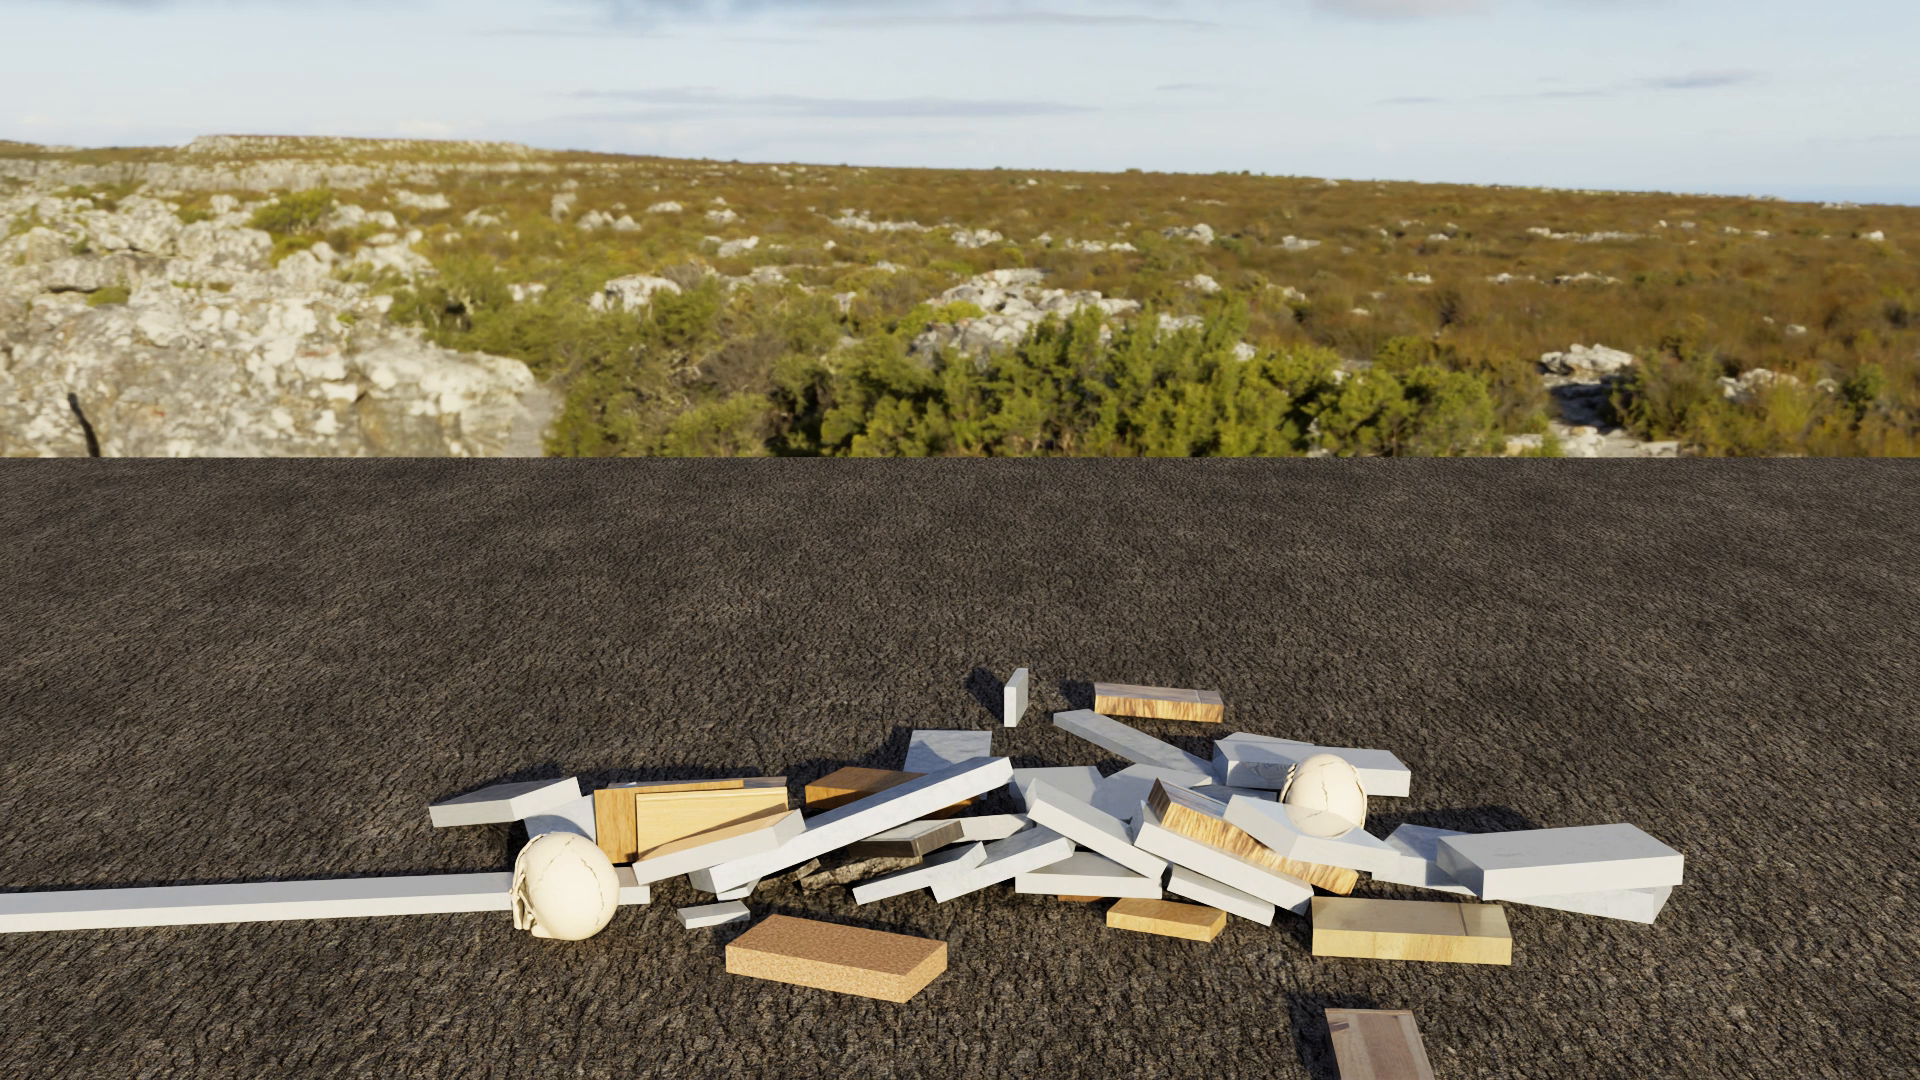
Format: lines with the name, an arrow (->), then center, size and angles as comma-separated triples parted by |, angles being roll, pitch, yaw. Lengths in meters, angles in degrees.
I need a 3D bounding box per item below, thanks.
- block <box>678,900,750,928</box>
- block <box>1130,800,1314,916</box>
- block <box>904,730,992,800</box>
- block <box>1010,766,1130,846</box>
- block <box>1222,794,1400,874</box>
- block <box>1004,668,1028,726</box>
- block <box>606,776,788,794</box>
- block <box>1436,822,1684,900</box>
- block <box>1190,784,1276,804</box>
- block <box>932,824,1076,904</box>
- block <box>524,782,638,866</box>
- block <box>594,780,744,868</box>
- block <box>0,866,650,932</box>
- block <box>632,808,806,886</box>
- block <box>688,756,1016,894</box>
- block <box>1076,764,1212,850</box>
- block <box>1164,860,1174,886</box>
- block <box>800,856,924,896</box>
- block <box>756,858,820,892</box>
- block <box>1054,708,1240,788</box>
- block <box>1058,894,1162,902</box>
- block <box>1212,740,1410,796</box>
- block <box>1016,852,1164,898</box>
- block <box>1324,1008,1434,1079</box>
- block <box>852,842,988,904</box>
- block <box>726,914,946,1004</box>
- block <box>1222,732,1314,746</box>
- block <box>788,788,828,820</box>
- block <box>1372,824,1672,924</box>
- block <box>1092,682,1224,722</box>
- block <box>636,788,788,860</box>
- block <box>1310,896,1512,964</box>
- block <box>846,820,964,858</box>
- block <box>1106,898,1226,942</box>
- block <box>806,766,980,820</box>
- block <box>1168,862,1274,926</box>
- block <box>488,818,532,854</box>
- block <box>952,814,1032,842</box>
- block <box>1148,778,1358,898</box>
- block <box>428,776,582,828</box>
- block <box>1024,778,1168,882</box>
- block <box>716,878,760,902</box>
block -> -0.398, 0.604, 3.550 | 0.106, 0.015, 0.053 | -4, 11, -22
block -> 0.427, 0.520, 3.607 | 0.296, 0.042, 0.148 | 23, 7, -1
block -> -0.022, 0.442, 4.343 | 0.162, 0.046, 0.323 | 0, 11, 2
block -> 0.191, 0.473, 3.921 | 0.162, 0.046, 0.323 | -1, 11, -7
block -> 0.585, 0.489, 3.644 | 0.296, 0.042, 0.148 | 16, 10, -44
block -> 0.123, 0.341, 4.775 | 0.024, 0.086, 0.173 | 2, 11, 10
block -> -0.481, 0.475, 3.984 | 0.328, 0.040, 0.141 | -2, 11, 0
block -> 0.982, 0.526, 3.609 | 0.348, 0.049, 0.174 | -2, 11, -12
block -> 0.488, 0.479, 4.030 | 0.121, 0.034, 0.243 | 5, -1, 24
block -> 0.075, 0.527, 3.638 | 0.239, 0.034, 0.119 | -21, 7, 11
block -> -0.655, 0.498, 3.861 | 0.205, 0.029, 0.103 | -15, 41, -15
block -> -0.503, 0.494, 3.829 | 0.258, 0.129, 0.037 | -3, -19, -13
block -> -1.237, 0.592, 3.576 | 1.452, 0.029, 0.103 | -1, 11, -7
block -> -0.397, 0.507, 3.639 | 0.258, 0.037, 0.129 | -17, 2, 17
block -> -0.183, 0.479, 3.732 | 0.557, 0.042, 0.149 | -18, 2, -23
block -> 0.302, 0.492, 4.069 | 0.162, 0.046, 0.384 | 7, 13, 34
block -> 0.395, 0.538, 3.854 | 0.121, 0.034, 0.319 | 6, 12, 29
block -> -0.163, 0.543, 3.665 | 0.203, 0.029, 0.101 | -15, 2, -2
block -> -0.286, 0.557, 3.662 | 0.106, 0.015, 0.053 | -23, 3, 43
block -> 0.380, 0.428, 4.472 | 0.086, 0.024, 0.602 | -6, 12, -27
block -> 0.252, 0.578, 3.668 | 0.172, 0.024, 0.086 | 1, 11, 6
block -> 0.675, 0.440, 4.248 | 0.348, 0.049, 0.174 | 4, 7, -3
block -> 0.217, 0.553, 3.642 | 0.239, 0.034, 0.119 | 1, 11, 8
block -> 0.566, 0.700, 2.981 | 0.122, 0.034, 0.243 | 1, 11, 4
block -> -0.066, 0.548, 3.618 | 0.203, 0.029, 0.101 | -19, 2, 24
block -> -0.187, 0.631, 3.330 | 0.299, 0.042, 0.149 | 5, 11, 24
block -> 0.625, 0.425, 4.489 | 0.173, 0.024, 0.086 | 7, 12, 32
block -> -0.239, 0.496, 4.066 | 0.283, 0.040, 0.141 | -2, 11, -9
block -> 0.946, 0.558, 3.705 | 0.463, 0.049, 0.174 | 5, 12, 27
block -> 0.428, 0.352, 4.775 | 0.274, 0.039, 0.137 | 4, 8, 1
block -> -0.426, 0.500, 3.796 | 0.258, 0.129, 0.037 | -2, -19, -10
block -> 0.702, 0.610, 3.444 | 0.299, 0.042, 0.149 | 1, 11, 8
block -> -0.092, 0.494, 3.637 | 0.101, 0.029, 0.203 | -18, 4, -35
block -> 0.331, 0.605, 3.521 | 0.172, 0.024, 0.086 | 5, 11, 24
block -> -0.123, 0.459, 3.996 | 0.283, 0.040, 0.141 | 2, 10, 29
block -> 0.422, 0.571, 3.557 | 0.172, 0.024, 0.086 | 19, 11, 5
block -> -0.732, 0.522, 3.957 | 0.205, 0.029, 0.103 | -6, 12, -29
block -> -0.027, 0.502, 3.786 | 0.274, 0.039, 0.137 | -10, -9, 33
block -> 0.483, 0.492, 3.647 | 0.337, 0.042, 0.148 | 22, 7, -7
block -> -0.819, 0.471, 3.950 | 0.137, 0.039, 0.301 | -17, 3, -41
block -> 0.221, 0.473, 3.598 | 0.239, 0.034, 0.119 | 27, 9, -5
block -> -0.367, 0.575, 3.669 | 0.053, 0.015, 0.106 | -15, 8, 11
